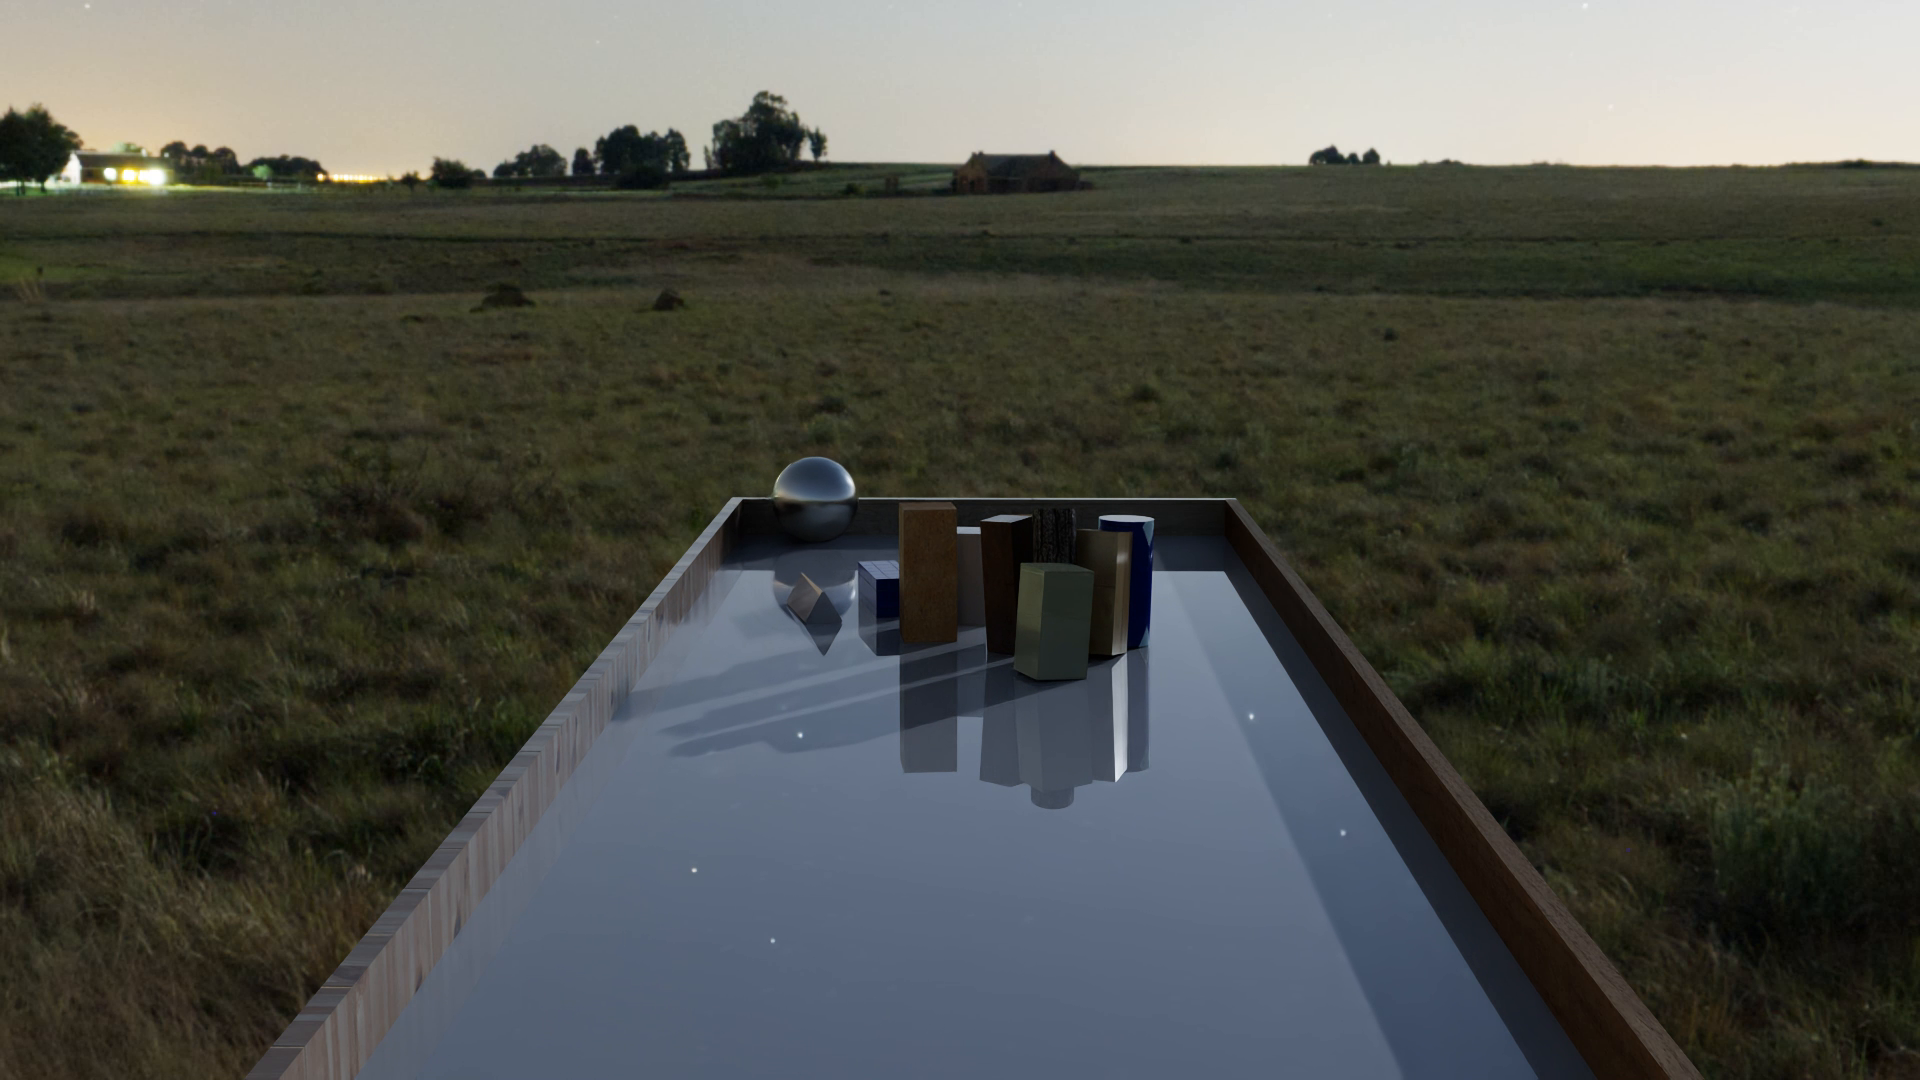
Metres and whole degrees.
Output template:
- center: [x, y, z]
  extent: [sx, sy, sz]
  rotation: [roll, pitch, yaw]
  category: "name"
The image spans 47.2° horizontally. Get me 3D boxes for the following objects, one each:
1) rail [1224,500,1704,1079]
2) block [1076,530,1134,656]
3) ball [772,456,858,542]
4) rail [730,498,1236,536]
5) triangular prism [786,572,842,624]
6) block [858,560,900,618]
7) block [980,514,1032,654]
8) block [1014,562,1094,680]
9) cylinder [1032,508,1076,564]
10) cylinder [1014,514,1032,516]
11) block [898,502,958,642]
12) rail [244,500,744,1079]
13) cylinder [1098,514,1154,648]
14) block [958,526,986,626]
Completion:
- center: [1.046, 0.843, 3.208]
  extent: [0.050, 0.150, 12.000]
  rotation: [0, 9, 1]
  category: "rail"
- center: [0.430, 0.158, 6.765]
  extent: [0.147, 0.374, 0.147]
  rotation: [4, 2, 22]
  category: "block"
- center: [-0.590, -0.166, 8.945]
  extent: [0.348, 0.348, 0.348]
  rotation: [0, 9, 0]
  category: "ball"
- center: [0.099, -0.098, 9.147]
  extent: [2.100, 0.150, 0.050]
  rotation: [0, 9, 1]
  category: "rail"
- center: [-0.497, 0.192, 7.440]
  extent: [0.123, 0.106, 0.383]
  rotation: [-3, 9, -14]
  category: "triangular prism"
- center: [-0.254, 0.166, 7.543]
  extent: [0.131, 0.131, 0.361]
  rotation: [-2, 9, -12]
  category: "block"
- center: [0.153, 0.136, 6.806]
  extent: [0.116, 0.411, 0.116]
  rotation: [4, 12, 35]
  category: "block"
- center: [0.275, 0.237, 6.461]
  extent: [0.162, 0.319, 0.162]
  rotation: [1, 8, -24]
  category: "block"
- center: [0.288, 0.134, 6.670]
  extent: [0.133, 0.449, 0.133]
  rotation: [0, -5, 0]
  category: "cylinder"
- center: [0.211, 0.127, 6.940]
  extent: [0.164, 0.391, 0.164]
  rotation: [0, 11, 0]
  category: "cylinder"
- center: [-0.103, 0.101, 7.015]
  extent: [0.169, 0.424, 0.169]
  rotation: [-1, 9, -7]
  category: "block"
- center: [-1.004, 0.839, 3.234]
  extent: [0.050, 0.150, 12.000]
  rotation: [0, 9, 1]
  category: "rail"
- center: [0.517, 0.128, 6.921]
  extent: [0.174, 0.395, 0.174]
  rotation: [1, 8, 0]
  category: "cylinder"
- center: [0.025, 0.119, 7.277]
  extent: [0.145, 0.307, 0.145]
  rotation: [1, 9, 8]
  category: "block"
